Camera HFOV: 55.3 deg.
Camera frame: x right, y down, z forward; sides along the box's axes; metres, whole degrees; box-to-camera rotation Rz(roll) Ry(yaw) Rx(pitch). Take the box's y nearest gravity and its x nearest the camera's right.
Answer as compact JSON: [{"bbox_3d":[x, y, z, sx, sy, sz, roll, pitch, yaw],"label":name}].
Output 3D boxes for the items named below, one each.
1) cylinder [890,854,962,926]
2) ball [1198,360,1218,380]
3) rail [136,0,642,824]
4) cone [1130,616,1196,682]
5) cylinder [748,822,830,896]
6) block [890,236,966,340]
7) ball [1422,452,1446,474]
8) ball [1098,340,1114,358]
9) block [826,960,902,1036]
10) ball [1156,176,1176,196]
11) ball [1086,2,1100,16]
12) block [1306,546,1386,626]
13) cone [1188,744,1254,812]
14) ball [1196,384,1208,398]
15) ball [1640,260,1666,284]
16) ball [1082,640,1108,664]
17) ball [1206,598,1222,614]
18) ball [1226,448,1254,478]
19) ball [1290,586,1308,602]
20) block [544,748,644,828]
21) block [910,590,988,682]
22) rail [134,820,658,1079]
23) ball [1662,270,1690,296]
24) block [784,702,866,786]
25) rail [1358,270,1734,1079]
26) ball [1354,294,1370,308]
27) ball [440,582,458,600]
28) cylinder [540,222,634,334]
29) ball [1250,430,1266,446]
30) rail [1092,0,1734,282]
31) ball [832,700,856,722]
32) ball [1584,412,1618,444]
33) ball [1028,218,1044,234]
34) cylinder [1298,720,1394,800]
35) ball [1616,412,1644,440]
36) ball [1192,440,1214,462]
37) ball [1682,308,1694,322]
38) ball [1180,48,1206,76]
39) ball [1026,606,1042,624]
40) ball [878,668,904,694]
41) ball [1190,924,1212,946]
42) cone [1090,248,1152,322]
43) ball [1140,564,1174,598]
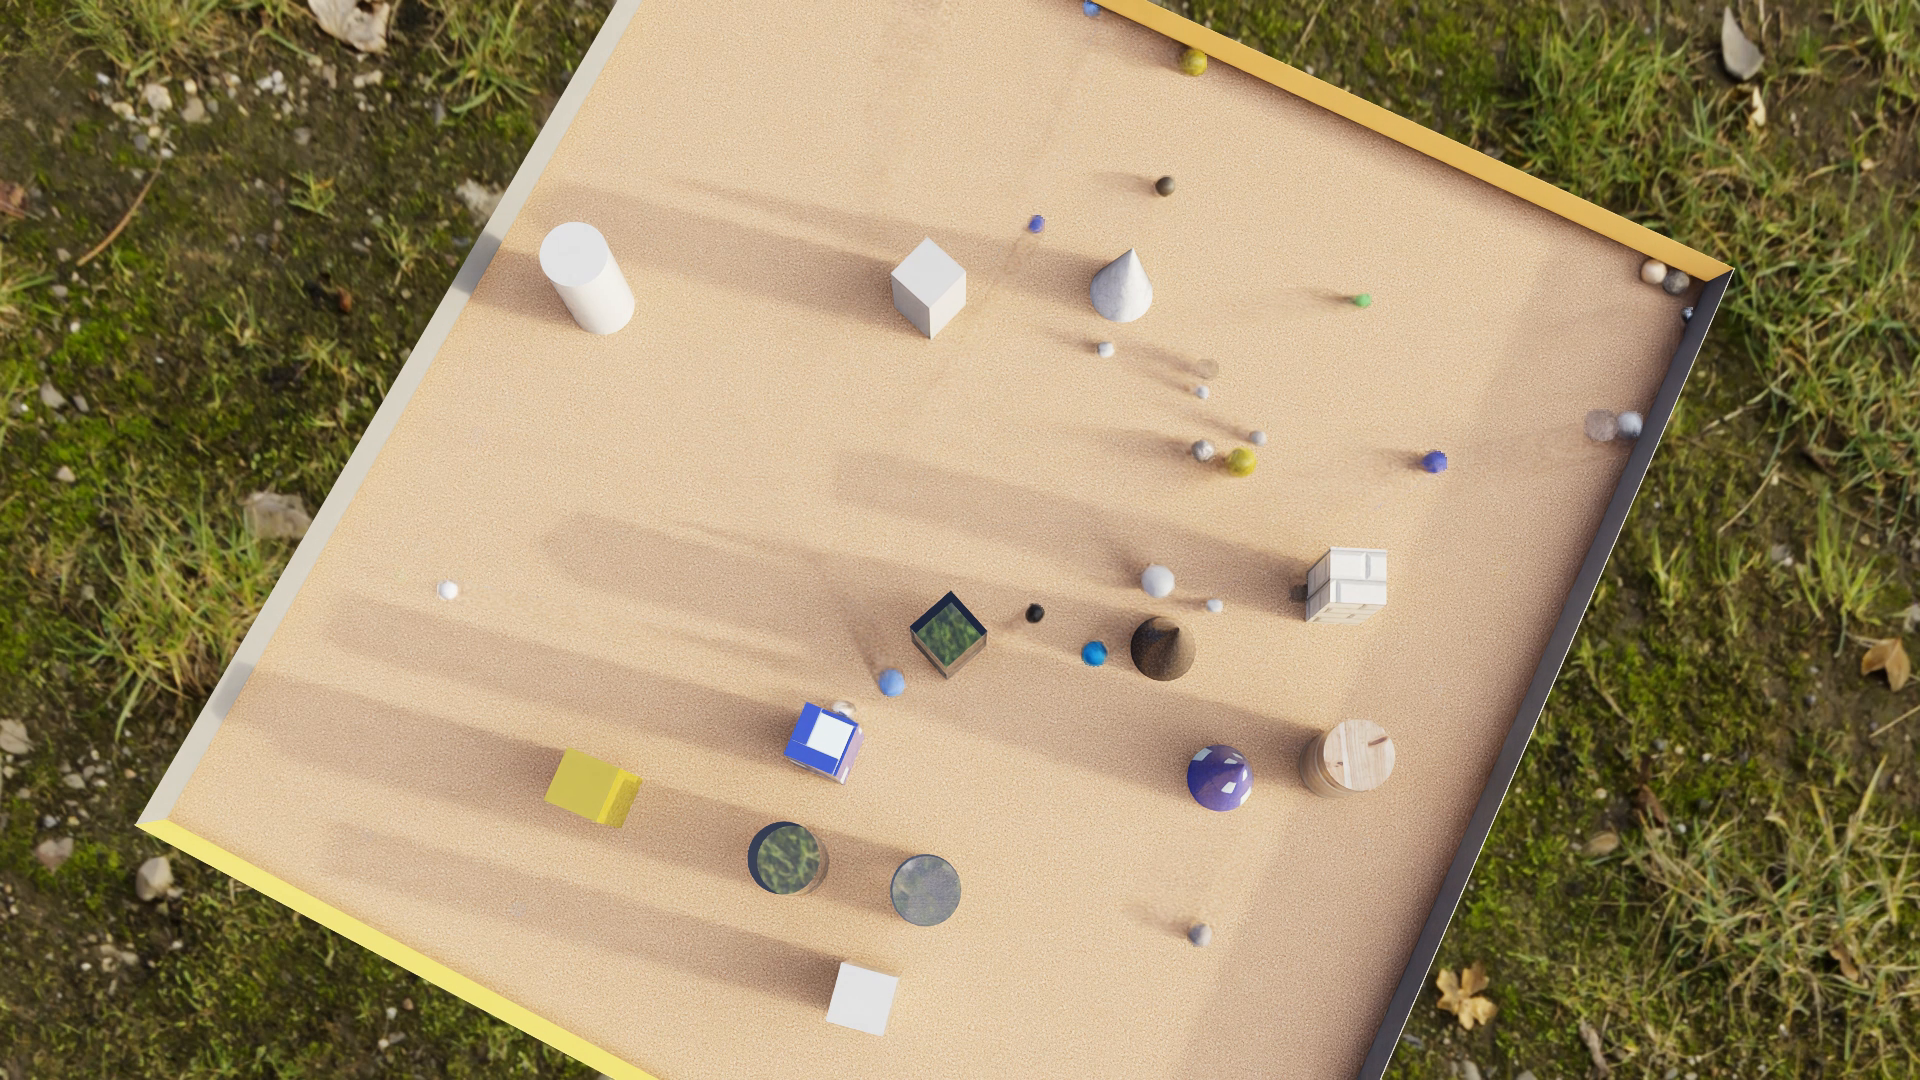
[{"bbox_3d":[-0.095,1.006,5.253,0.199,0.303,0.199,0,78,0],"label":"cylinder"},{"bbox_3d":[0.768,-0.529,5.695,0.061,0.061,0.061,0,78,0],"label":"ball"},{"bbox_3d":[-1.553,-0.754,5.706,0.045,0.129,3.663,26,80,5],"label":"rail"},{"bbox_3d":[0.615,0.288,5.348,0.199,0.410,0.199,0,78,0],"label":"cone"},{"bbox_3d":[-0.486,0.914,5.231,0.199,0.385,0.199,0,78,0],"label":"cylinder"},{"bbox_3d":[-0.094,-0.768,5.619,0.159,0.306,0.159,43,81,8],"label":"block"},{"bbox_3d":[1.455,-0.236,5.630,0.069,0.069,0.069,0,78,0],"label":"ball"},{"bbox_3d":[0.455,-0.595,5.713,0.052,0.052,0.052,0,78,0],"label":"ball"},{"bbox_3d":[-0.265,1.283,5.149,0.159,0.395,0.159,15,79,3],"label":"block"},{"bbox_3d":[0.652,-1.121,5.817,0.062,0.062,0.062,0,78,0],"label":"ball"},{"bbox_3d":[0.430,-1.725,5.949,0.049,0.049,0.049,0,78,0],"label":"ball"},{"bbox_3d":[1.134,0.139,5.398,0.159,0.372,0.159,3,78,1],"label":"block"},{"bbox_3d":[0.777,0.662,5.237,0.199,0.475,0.199,0,78,0],"label":"cone"},{"bbox_3d":[0.751,-0.462,5.691,0.041,0.041,0.041,0,78,0],"label":"ball"},{"bbox_3d":[2.175,-0.841,5.750,0.079,0.079,0.079,0,78,0],"label":"ball"},{"bbox_3d":[0.406,0.339,5.510,0.072,0.072,0.072,0,78,0],"label":"ball"},{"bbox_3d":[0.769,0.200,5.552,0.045,0.045,0.045,0,78,0],"label":"ball"},{"bbox_3d":[0.858,-0.236,5.620,0.089,0.089,0.089,0,78,0],"label":"ball"},{"bbox_3d":[1.029,0.163,5.556,0.052,0.052,0.052,0,78,0],"label":"ball"},{"bbox_3d":[-1.048,0.716,5.270,0.159,0.389,0.159,22,79,4],"label":"block"},{"bbox_3d":[-0.033,0.285,5.405,0.159,0.298,0.159,-41,81,-8],"label":"block"},{"bbox_3d":[-0.808,1.590,5.220,3.520,0.129,0.045,26,80,5],"label":"rail"},{"bbox_3d":[2.244,-0.804,5.743,0.079,0.079,0.079,0,78,0],"label":"ball"},{"bbox_3d":[-0.388,0.594,5.304,0.159,0.373,0.159,22,79,4],"label":"block"},{"bbox_3d":[1.553,0.767,5.391,0.045,0.129,3.663,26,80,5],"label":"rail"},{"bbox_3d":[1.260,-0.751,5.749,0.045,0.045,0.045,0,78,0],"label":"ball"},{"bbox_3d":[-1.551,0.153,5.557,0.055,0.055,0.055,0,78,0],"label":"ball"},{"bbox_3d":[-1.124,-0.786,5.551,0.199,0.448,0.199,0,78,0],"label":"cylinder"},{"bbox_3d":[0.919,-0.316,5.658,0.047,0.047,0.047,0,78,0],"label":"ball"},{"bbox_3d":[0.808,-1.576,5.876,3.520,0.129,0.045,26,80,5],"label":"rail"},{"bbox_3d":[-0.345,0.514,5.472,0.075,0.075,0.075,0,78,0],"label":"ball"},{"bbox_3d":[1.972,-0.347,5.639,0.097,0.097,0.097,0,78,0],"label":"ball"},{"bbox_3d":[0.242,-0.995,5.798,0.049,0.049,0.049,0,78,0],"label":"ball"},{"bbox_3d":[1.111,0.637,5.288,0.199,0.385,0.199,0,78,0],"label":"cylinder"},{"bbox_3d":[2.062,-0.351,5.648,0.082,0.082,0.082,0,78,0],"label":"ball"},{"bbox_3d":[0.748,-0.275,5.638,0.069,0.069,0.069,0,78,0],"label":"ball"},{"bbox_3d":[2.284,-0.703,5.739,0.045,0.045,0.045,0,78,0],"label":"ball"},{"bbox_3d":[0.747,-1.536,5.891,0.085,0.085,0.085,0,78,0],"label":"ball"},{"bbox_3d":[0.224,0.225,5.543,0.053,0.053,0.053,0,78,0],"label":"ball"},{"bbox_3d":[-0.206,0.424,5.489,0.078,0.078,0.078,0,78,0],"label":"ball"},{"bbox_3d":[0.702,1.152,5.345,0.064,0.064,0.064,0,78,0],"label":"ball"},{"bbox_3d":[0.509,-0.821,5.584,0.199,0.397,0.199,0,78,0],"label":"cone"},{"bbox_3d":[0.596,0.123,5.540,0.099,0.099,0.099,0,78,0],"label":"ball"}]
